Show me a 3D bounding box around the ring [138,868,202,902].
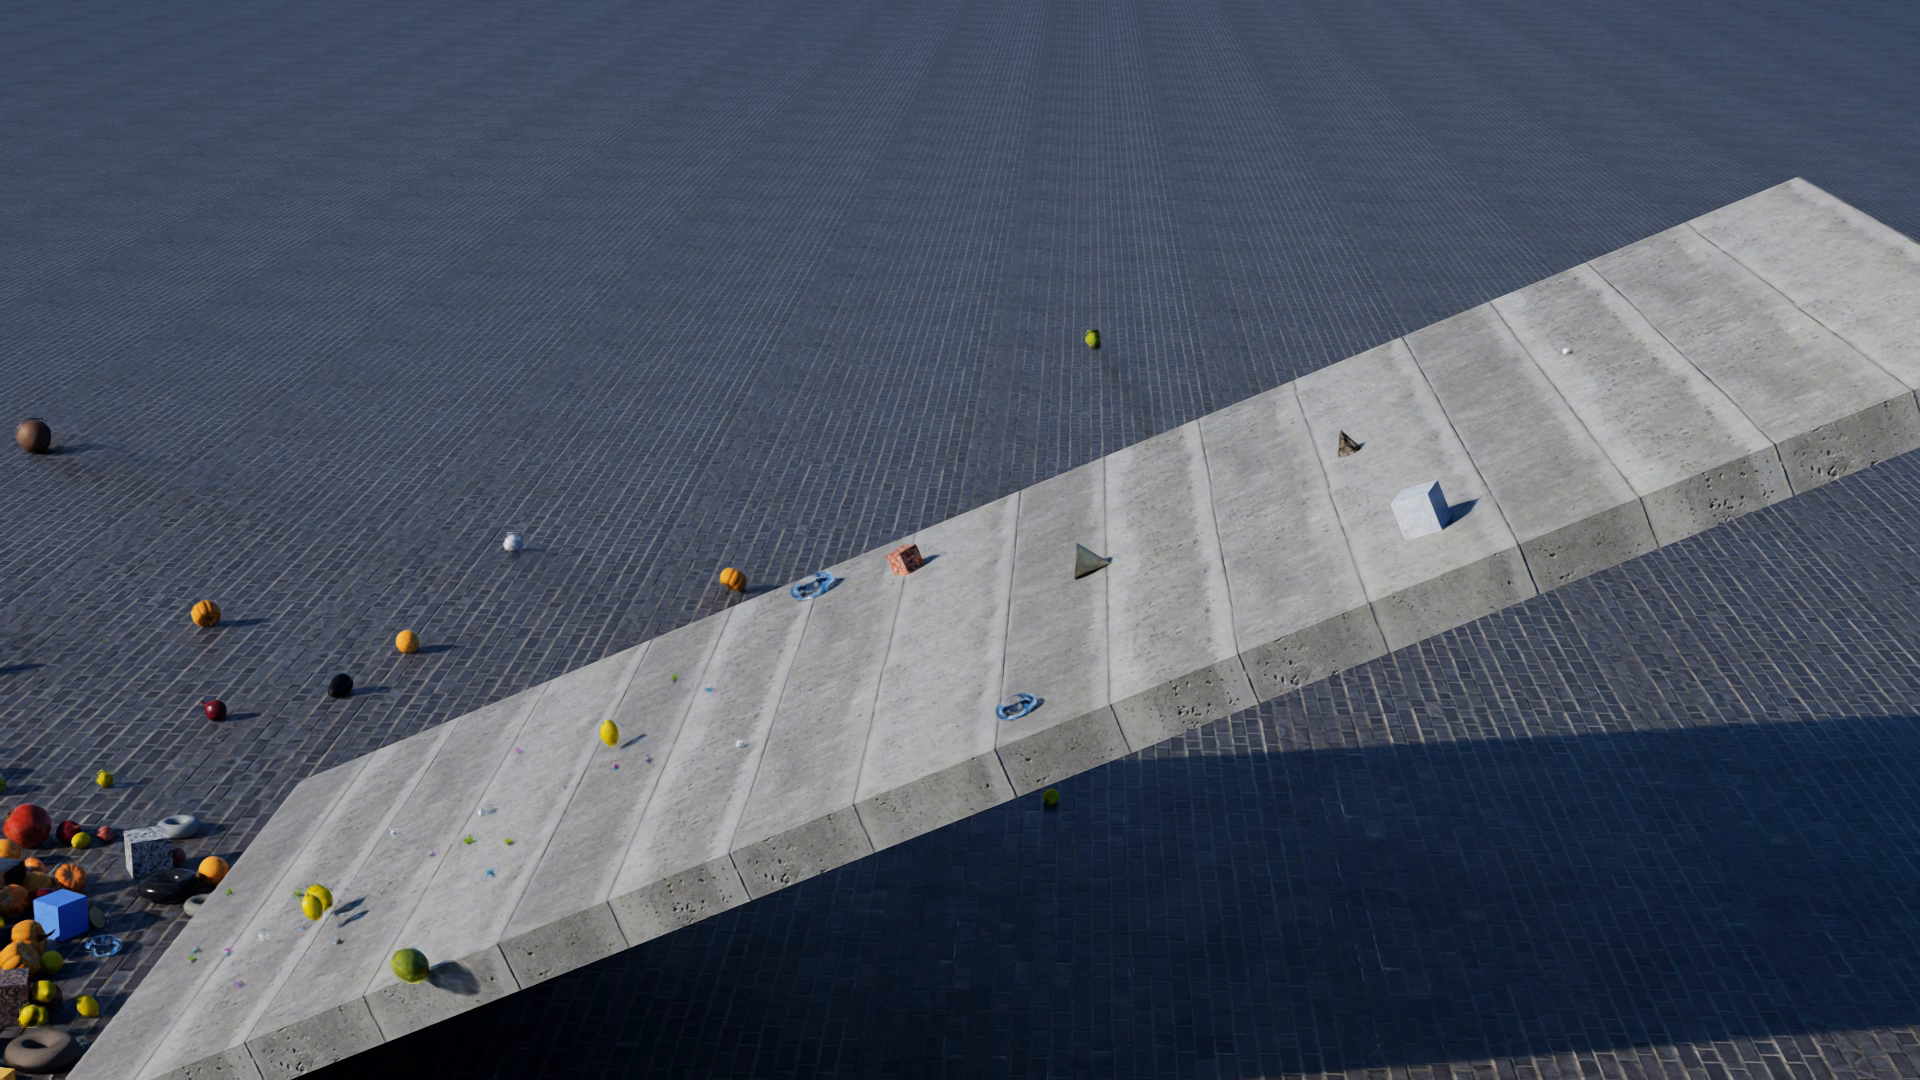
[{"bbox_3d":[-1.879,0.822,6.992,0.147,0.049,0.147,-1,14,0],"label":"ring"}]

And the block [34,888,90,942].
[{"bbox_3d":[-2.066,0.862,6.763,0.084,0.084,0.084,10,17,33],"label":"block"}]

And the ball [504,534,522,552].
[{"bbox_3d":[-1.536,0.012,10.098,0.063,0.063,0.063,0,14,0],"label":"ball"}]

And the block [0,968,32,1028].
[{"bbox_3d":[-2.038,0.980,6.287,0.094,0.094,0.094,-4,15,-13],"label":"block"}]

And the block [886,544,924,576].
[{"bbox_3d":[-0.128,0.047,6.918,0.054,0.054,0.054,-32,15,-35],"label":"block"}]

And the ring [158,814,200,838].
[{"bbox_3d":[-1.967,0.722,7.403,0.110,0.037,0.110,-1,15,0],"label":"ring"}]

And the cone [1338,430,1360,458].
[{"bbox_3d":[0.820,-0.212,6.265,0.053,0.053,0.053,-22,12,5],"label":"cone"}]

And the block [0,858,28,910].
[{"bbox_3d":[-2.271,0.811,6.946,0.093,0.093,0.093,3,15,12],"label":"block"}]

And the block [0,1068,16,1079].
[{"bbox_3d":[-1.933,1.102,5.829,0.087,0.087,0.087,3,15,13],"label":"block"}]

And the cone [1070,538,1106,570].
[{"bbox_3d":[0.282,0.047,6.213,0.076,0.076,0.076,27,20,9],"label":"cone"}]

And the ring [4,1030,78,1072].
[{"bbox_3d":[-1.898,1.057,6.080,0.149,0.050,0.149,0,13,0],"label":"ring"}]

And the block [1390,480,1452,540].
[{"bbox_3d":[0.861,-0.056,5.488,0.075,0.075,0.075,-17,14,29],"label":"block"}]

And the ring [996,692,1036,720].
[{"bbox_3d":[0.104,0.309,5.461,0.080,0.027,0.080,-21,13,5],"label":"ring"}]

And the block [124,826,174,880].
[{"bbox_3d":[-1.969,0.759,7.140,0.096,0.096,0.096,-7,16,-24],"label":"block"}]

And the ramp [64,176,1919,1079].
[{"bbox_3d":[0.128,0.172,6.287,4.000,0.100,2.000,-22,12,8],"label":"ramp"}]

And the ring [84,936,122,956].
[{"bbox_3d":[-1.939,0.918,6.660,0.083,0.028,0.083,1,15,0],"label":"ring"}]

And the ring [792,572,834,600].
[{"bbox_3d":[-0.357,0.111,7.109,0.111,0.037,0.111,-22,14,6],"label":"ring"}]

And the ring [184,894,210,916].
[{"bbox_3d":[-1.769,0.857,6.888,0.097,0.032,0.097,1,15,0],"label":"ring"}]
